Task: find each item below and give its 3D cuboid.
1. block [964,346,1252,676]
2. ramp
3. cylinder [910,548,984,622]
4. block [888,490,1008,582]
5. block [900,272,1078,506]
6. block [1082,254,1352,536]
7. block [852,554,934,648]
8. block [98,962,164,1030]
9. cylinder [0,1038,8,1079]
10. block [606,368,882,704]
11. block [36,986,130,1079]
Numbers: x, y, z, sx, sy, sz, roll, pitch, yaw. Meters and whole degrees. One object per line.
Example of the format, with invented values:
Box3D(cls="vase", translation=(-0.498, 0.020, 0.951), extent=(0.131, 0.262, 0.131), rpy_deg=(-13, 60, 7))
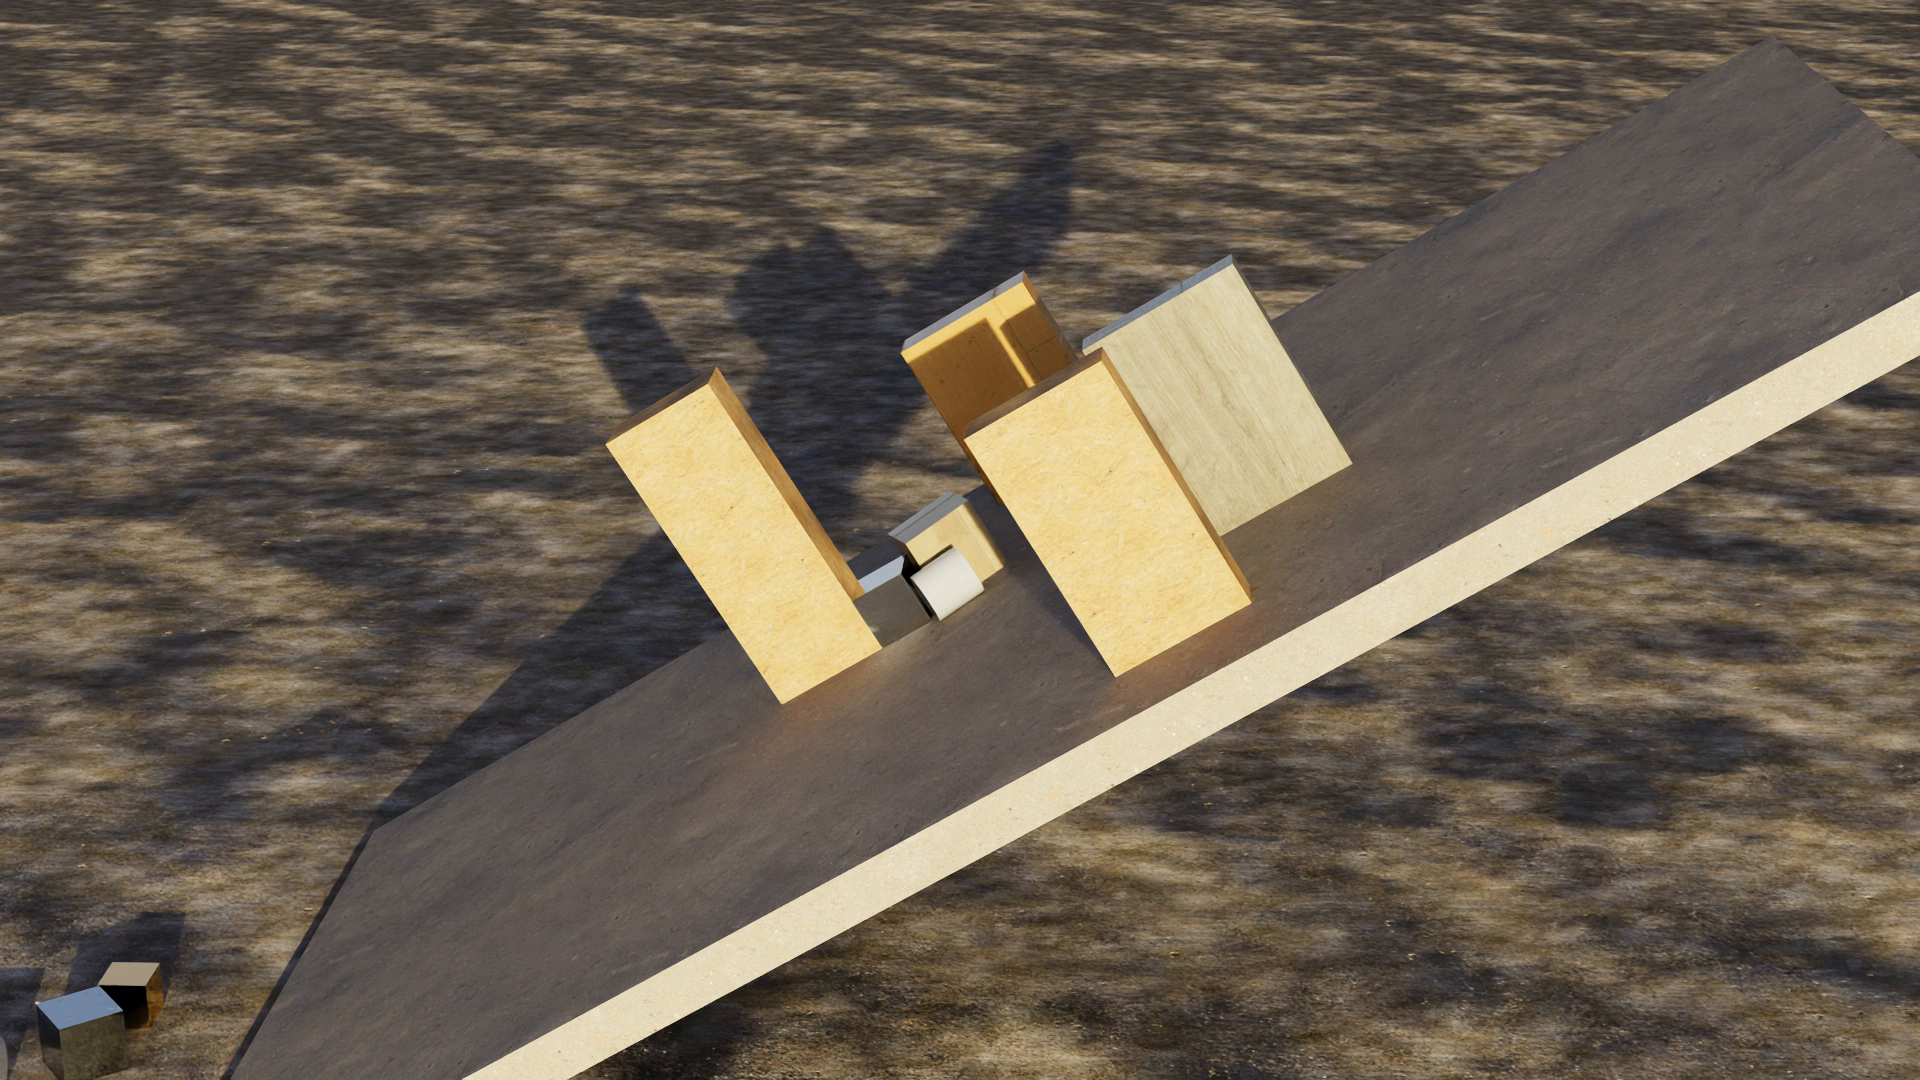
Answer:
Box3D(cls="block", translation=(0.276, -0.049, 5.446), extent=(0.292, 0.541, 0.097), rpy_deg=(-29, 15, 13))
Box3D(cls="ramp", translation=(0.141, 0.169, 6.289), extent=(4.000, 0.100, 2.000), rpy_deg=(-29, 15, 13))
Box3D(cls="cylinder", translation=(-0.029, 0.096, 6.444), extent=(0.118, 0.118, 0.118), rpy_deg=(-34, 26, -6))
Box3D(cls="block", translation=(-0.028, 0.018, 6.586), extent=(0.171, 0.171, 0.171), rpy_deg=(-35, 15, -8))
Box3D(cls="block", translation=(0.121, -0.357, 6.953), extent=(0.333, 0.439, 0.107), rpy_deg=(-29, 15, 13))
Box3D(cls="block", translation=(0.509, -0.275, 5.822), extent=(0.339, 0.471, 0.081), rpy_deg=(-29, 15, 13))
Box3D(cls="block", translation=(-0.147, 0.135, 6.540), extent=(0.129, 0.129, 0.129), rpy_deg=(-29, 15, 13))
Box3D(cls="block", translation=(-1.937, 1.064, 6.871), extent=(0.113, 0.113, 0.113), rpy_deg=(1, 19, 2))
Box3D(cls="cylinder", translation=(-2.202, 1.173, 6.525), extent=(0.138, 0.138, 0.138), rpy_deg=(-1, 19, -2))
Box3D(cls="block", translation=(-0.467, -0.007, 6.517), extent=(0.267, 0.708, 0.137), rpy_deg=(-29, 15, 13))
Box3D(cls="block", translation=(-1.984, 1.123, 6.653), extent=(0.147, 0.147, 0.147), rpy_deg=(-14, 24, -34))
